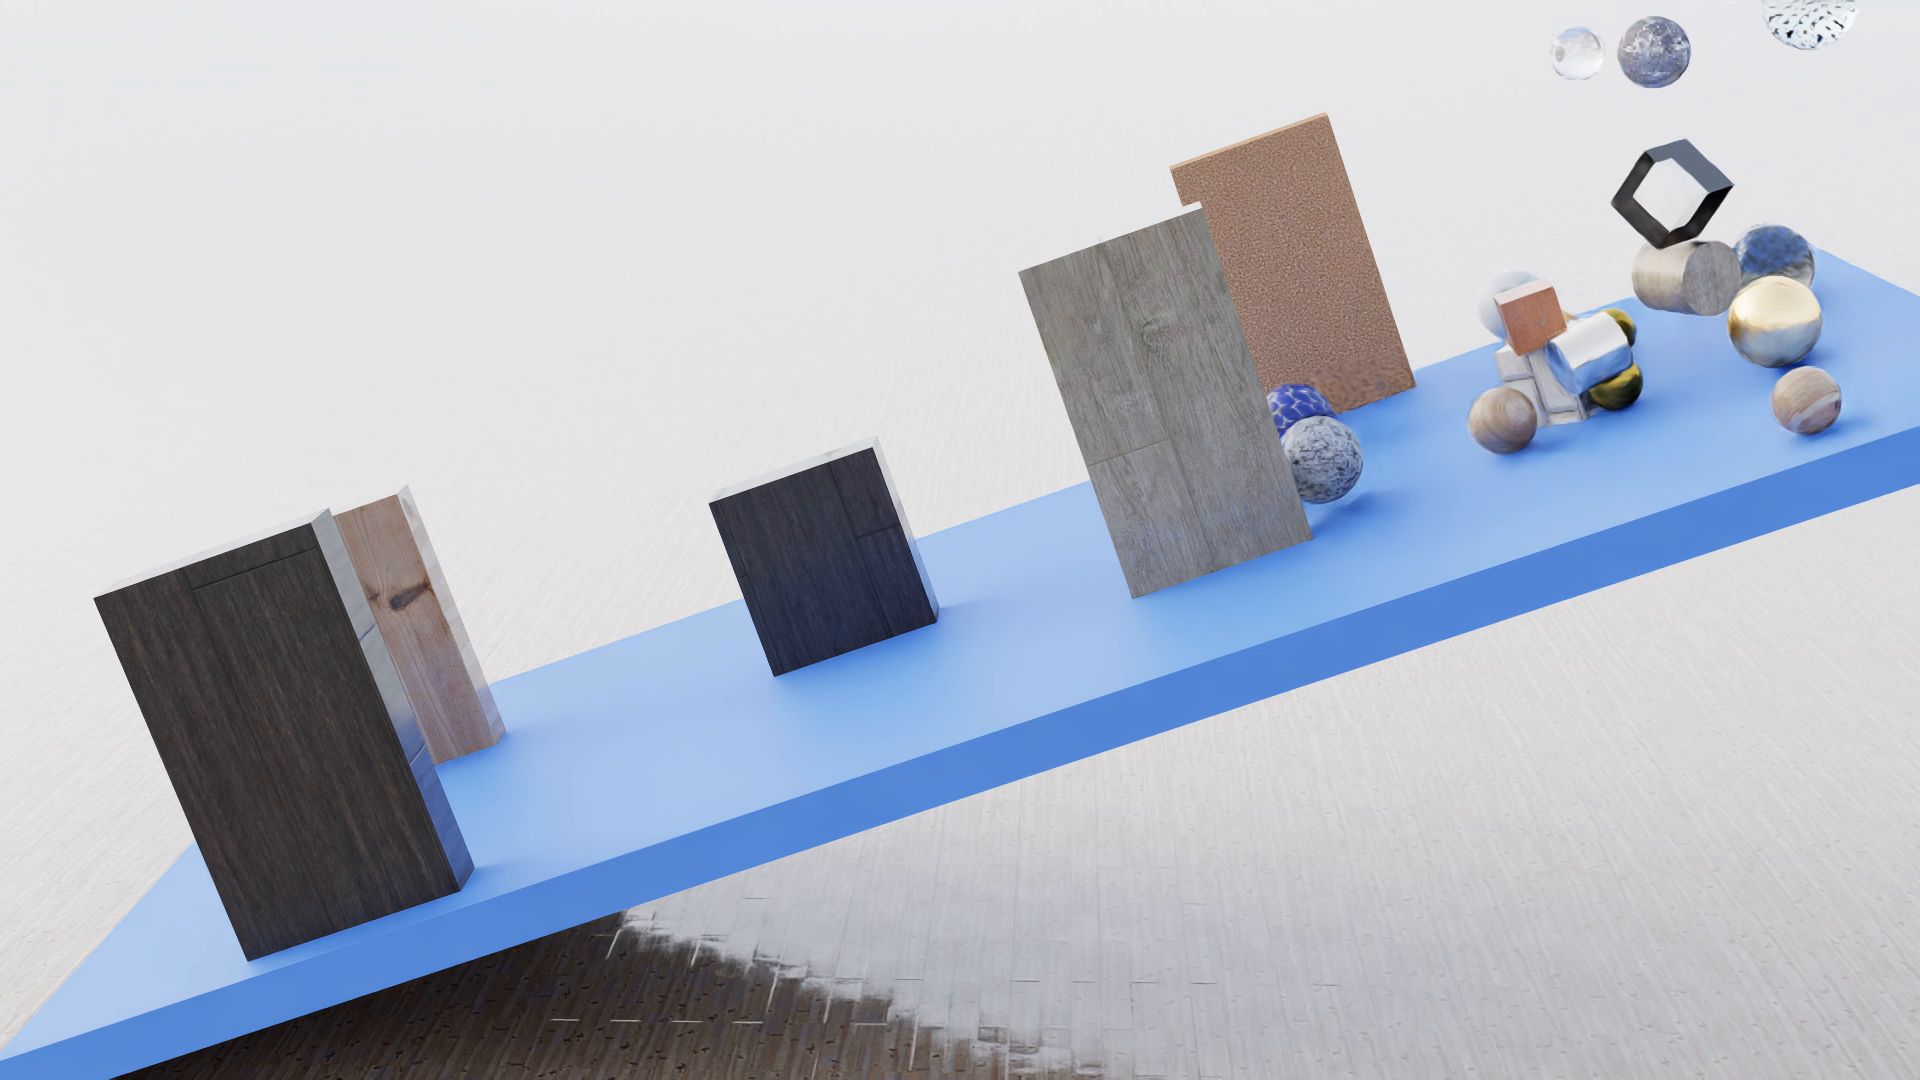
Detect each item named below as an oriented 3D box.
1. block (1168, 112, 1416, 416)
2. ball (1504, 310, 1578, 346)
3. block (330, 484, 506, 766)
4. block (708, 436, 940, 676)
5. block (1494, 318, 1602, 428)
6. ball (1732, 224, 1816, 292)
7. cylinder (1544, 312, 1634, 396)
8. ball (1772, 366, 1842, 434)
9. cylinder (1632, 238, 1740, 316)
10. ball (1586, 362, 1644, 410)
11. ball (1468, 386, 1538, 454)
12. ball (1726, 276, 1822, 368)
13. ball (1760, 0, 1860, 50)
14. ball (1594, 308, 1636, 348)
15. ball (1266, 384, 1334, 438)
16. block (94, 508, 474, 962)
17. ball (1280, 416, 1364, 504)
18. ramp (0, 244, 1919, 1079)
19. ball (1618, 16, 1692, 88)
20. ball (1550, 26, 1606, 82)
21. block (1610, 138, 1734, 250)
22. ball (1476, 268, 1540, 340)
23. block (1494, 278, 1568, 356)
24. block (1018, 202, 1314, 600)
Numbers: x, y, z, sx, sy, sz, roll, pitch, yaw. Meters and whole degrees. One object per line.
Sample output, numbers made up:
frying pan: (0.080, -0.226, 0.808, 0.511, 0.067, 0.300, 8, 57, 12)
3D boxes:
block: (0.786, -0.621, 6.946, 0.385, 0.678, 0.089, -19, 11, 6)
ball: (1.269, -0.407, 6.347, 0.189, 0.189, 0.189, 0, 12, 0)
block: (-1.285, 0.213, 6.701, 0.278, 0.616, 0.113, -19, 11, 6)
block: (-0.292, 0.035, 6.374, 0.375, 0.407, 0.137, -19, 11, 6)
block: (1.254, -0.349, 6.138, 0.172, 0.172, 0.172, -8, 16, 47)
ball: (1.764, -0.594, 6.396, 0.185, 0.185, 0.185, 0, 12, 0)
cylinder: (1.262, -0.373, 5.907, 0.127, 0.127, 0.127, -27, 17, -6)
ball: (1.530, -0.252, 5.315, 0.123, 0.123, 0.123, 0, 12, 0)
cylinder: (1.567, -0.570, 6.347, 0.162, 0.162, 0.162, -7, 12, -27)
ball: (1.338, -0.323, 6.013, 0.116, 0.116, 0.116, 0, 12, 0)
ball: (1.104, -0.242, 5.976, 0.138, 0.138, 0.138, 0, 12, 0)
ball: (1.627, -0.436, 5.875, 0.184, 0.184, 0.184, 0, 12, 0)
ball: (1.713, -1.085, 5.924, 0.193, 0.193, 0.193, 0, 12, 0)
ball: (1.439, -0.458, 6.500, 0.111, 0.111, 0.111, 0, 12, 0)
ball: (0.752, -0.264, 6.594, 0.175, 0.175, 0.175, 0, 12, 0)
block: (-1.271, 0.370, 5.564, 0.439, 0.753, 0.138, -19, 11, 6)
ball: (0.736, -0.164, 6.027, 0.180, 0.180, 0.180, 0, 12, 0)
ramp: (0.111, 0.178, 6.301, 4.000, 0.100, 2.000, -19, 11, 6)
ball: (1.489, -1.046, 6.310, 0.154, 0.154, 0.154, 0, 12, 0)
ball: (1.273, -1.003, 6.065, 0.113, 0.113, 0.113, 0, 12, 0)
block: (1.511, -0.734, 6.246, 0.151, 0.151, 0.151, -20, 59, -39)
ball: (1.326, -0.563, 7.040, 0.174, 0.174, 0.174, 0, 12, 0)
block: (1.177, -0.460, 6.059, 0.113, 0.113, 0.113, -20, 12, 7)
block: (0.412, -0.278, 5.885, 0.381, 0.700, 0.121, -19, 11, 6)
